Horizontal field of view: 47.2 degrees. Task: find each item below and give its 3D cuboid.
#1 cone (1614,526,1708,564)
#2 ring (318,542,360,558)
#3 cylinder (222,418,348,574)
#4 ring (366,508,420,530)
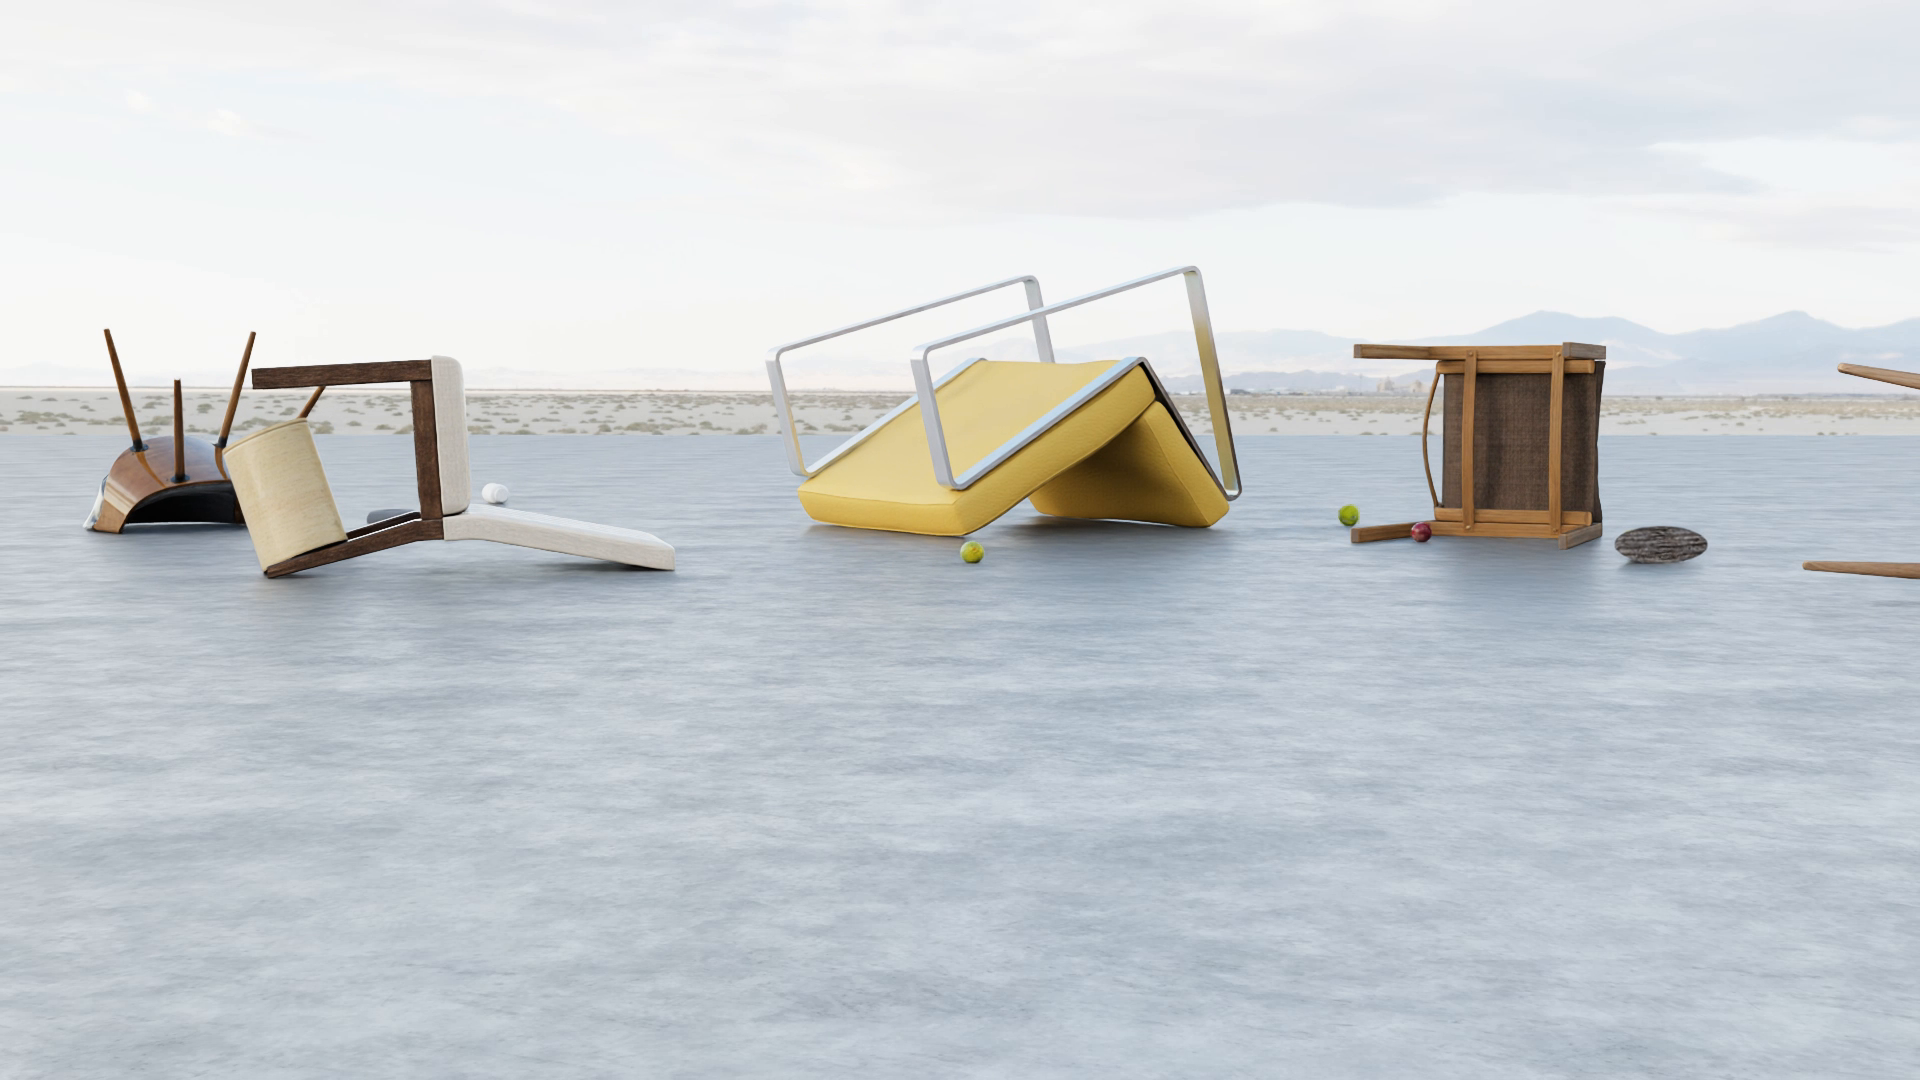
[{"bbox_3d":[1.798,0.031,5.745,0.267,0.100,0.135,-1,-16,-13],"label":"cone"},{"bbox_3d":[-1.699,0.026,5.887,0.158,0.039,0.204,3,4,25],"label":"ring"},{"bbox_3d":[-1.630,-0.106,5.311,0.259,0.311,0.148,-21,-2,28],"label":"cylinder"},{"bbox_3d":[-1.817,-0.065,7.053,0.168,0.063,0.120,-2,6,-15],"label":"ring"}]
